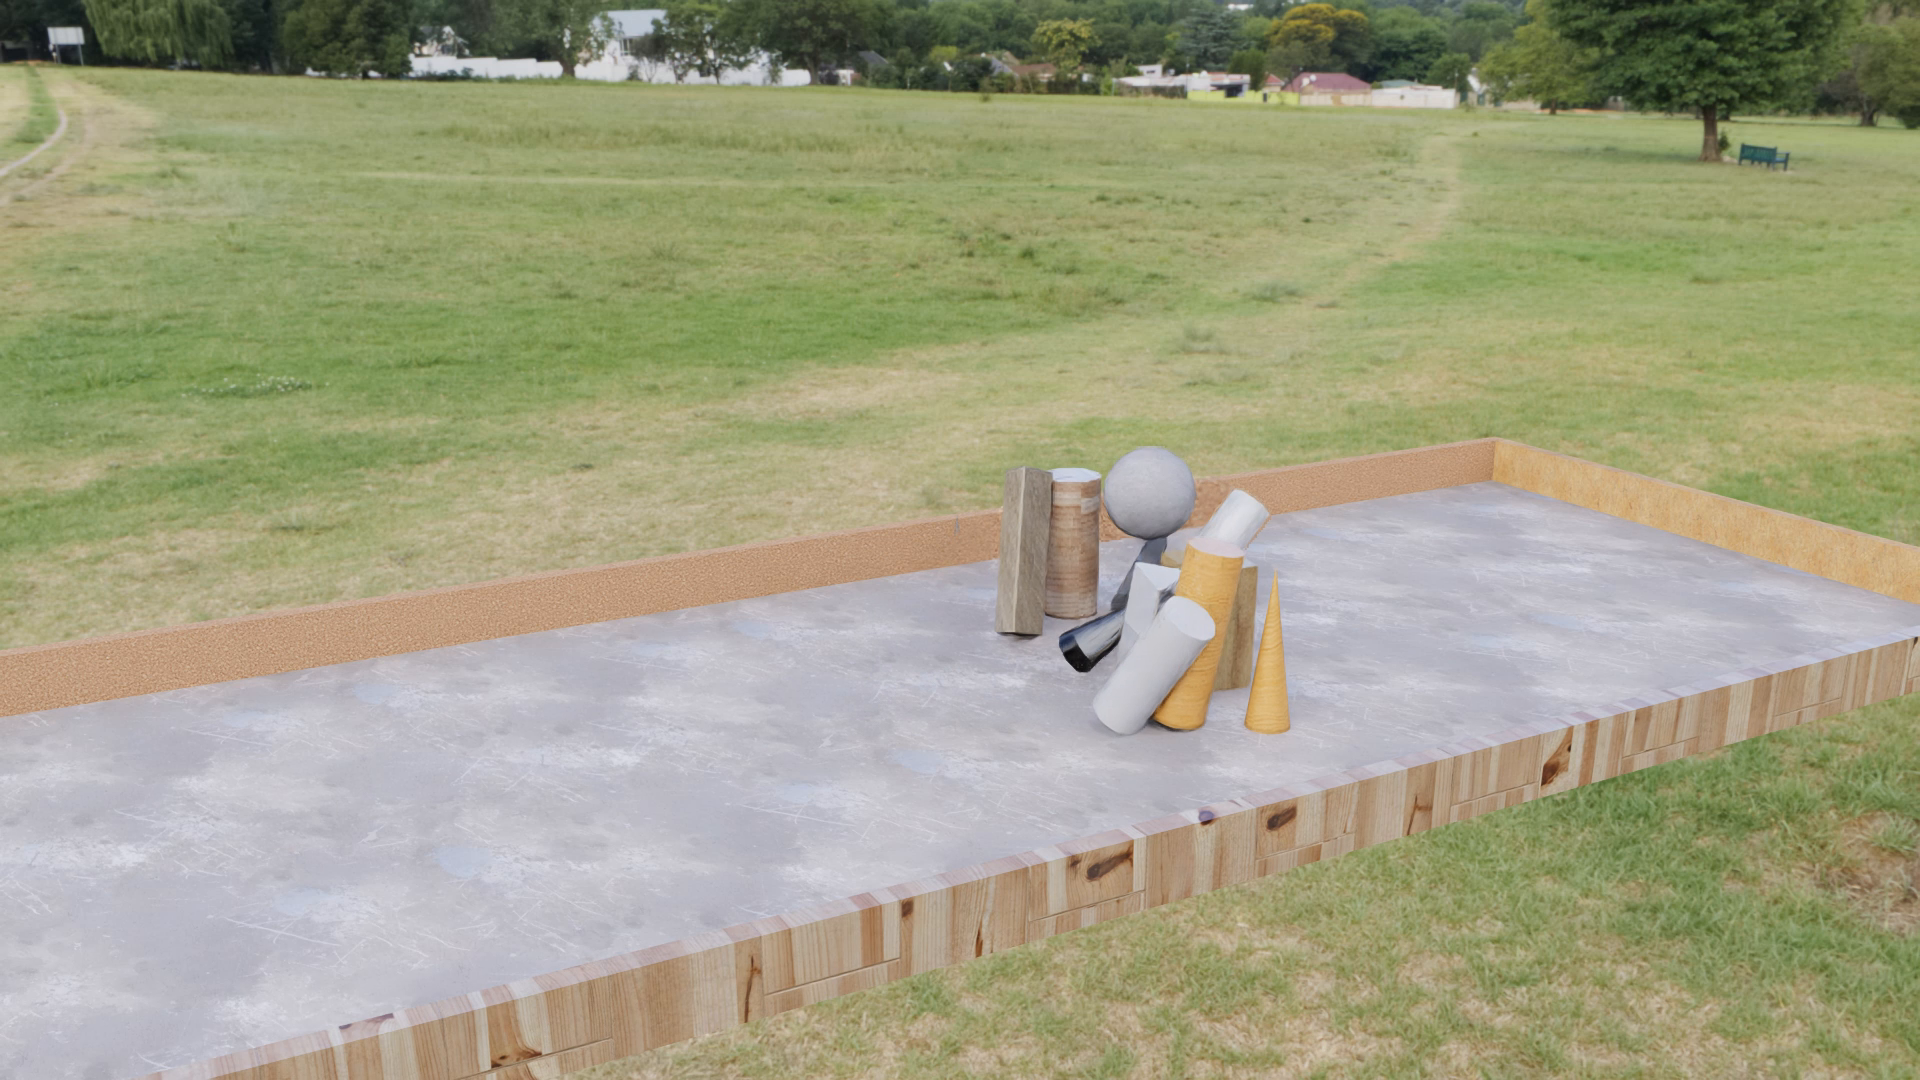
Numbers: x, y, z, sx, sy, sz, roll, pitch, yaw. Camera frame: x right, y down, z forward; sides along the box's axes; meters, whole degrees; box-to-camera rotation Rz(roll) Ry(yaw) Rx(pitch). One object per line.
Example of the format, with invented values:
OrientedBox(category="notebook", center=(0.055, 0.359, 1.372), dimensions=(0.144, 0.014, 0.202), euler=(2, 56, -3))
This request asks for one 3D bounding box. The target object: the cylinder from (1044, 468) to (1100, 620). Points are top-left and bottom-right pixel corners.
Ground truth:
OrientedBox(category="cylinder", center=(0.309, 0.010, 4.621), dimensions=(0.163, 0.395, 0.163), euler=(0, 16, 0))

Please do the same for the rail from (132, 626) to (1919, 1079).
OrientedBox(category="rail", center=(-2.336, 1.006, 1.665), dimensions=(12.000, 0.150, 0.050), euler=(-9, 18, -27))

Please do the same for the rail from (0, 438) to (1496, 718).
OrientedBox(category="rail", center=(-3.305, 0.497, 3.399), dimensions=(12.000, 0.150, 0.050), euler=(-9, 18, -27))

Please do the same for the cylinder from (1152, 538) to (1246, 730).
OrientedBox(category="cylinder", center=(0.547, 0.218, 3.826), dimensions=(0.134, 0.428, 0.134), euler=(10, 17, -3))

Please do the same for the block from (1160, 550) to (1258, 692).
OrientedBox(category="block", center=(0.613, 0.198, 4.119), dimensions=(0.177, 0.315, 0.177), euler=(-5, 17, -18))

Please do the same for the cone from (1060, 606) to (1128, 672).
OrientedBox(category="cone", center=(0.420, 0.195, 4.116), dimensions=(0.366, 0.119, 0.119), euler=(-37, -5, 32))

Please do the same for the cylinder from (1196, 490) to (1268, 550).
OrientedBox(category="cylinder", center=(0.640, 0.074, 4.398), dimensions=(0.452, 0.118, 0.118), euler=(-50, 33, -9))

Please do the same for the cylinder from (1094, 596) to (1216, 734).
OrientedBox(category="cylinder", center=(0.440, 0.288, 3.755), dimensions=(0.129, 0.334, 0.129), euler=(20, 37, -16))

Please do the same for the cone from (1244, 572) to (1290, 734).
OrientedBox(category="cone", center=(0.722, 0.247, 3.819), dimensions=(0.108, 0.391, 0.108), euler=(0, 16, 0))

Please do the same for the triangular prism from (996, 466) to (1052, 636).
OrientedBox(category="triangular prism", center=(0.154, 0.031, 4.475), dimensions=(0.111, 0.444, 0.129), euler=(0, -6, 40))

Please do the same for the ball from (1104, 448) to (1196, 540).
OrientedBox(category="ball", center=(0.509, -0.124, 4.426), dimensions=(0.248, 0.248, 0.248), euler=(0, 16, 0))

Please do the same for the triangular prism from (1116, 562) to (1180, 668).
OrientedBox(category="triangular prism", center=(0.452, 0.208, 4.046), dimensions=(0.112, 0.308, 0.129), euler=(27, 36, 30))

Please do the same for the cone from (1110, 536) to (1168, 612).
OrientedBox(category="cone", center=(0.544, 0.035, 4.635), dimensions=(0.135, 0.135, 0.437), euler=(6, 48, 20))

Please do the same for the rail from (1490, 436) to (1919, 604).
OrientedBox(category="rail", center=(2.466, -0.048, 5.253), dimensions=(0.050, 0.150, 2.100), euler=(-9, 18, -27))
